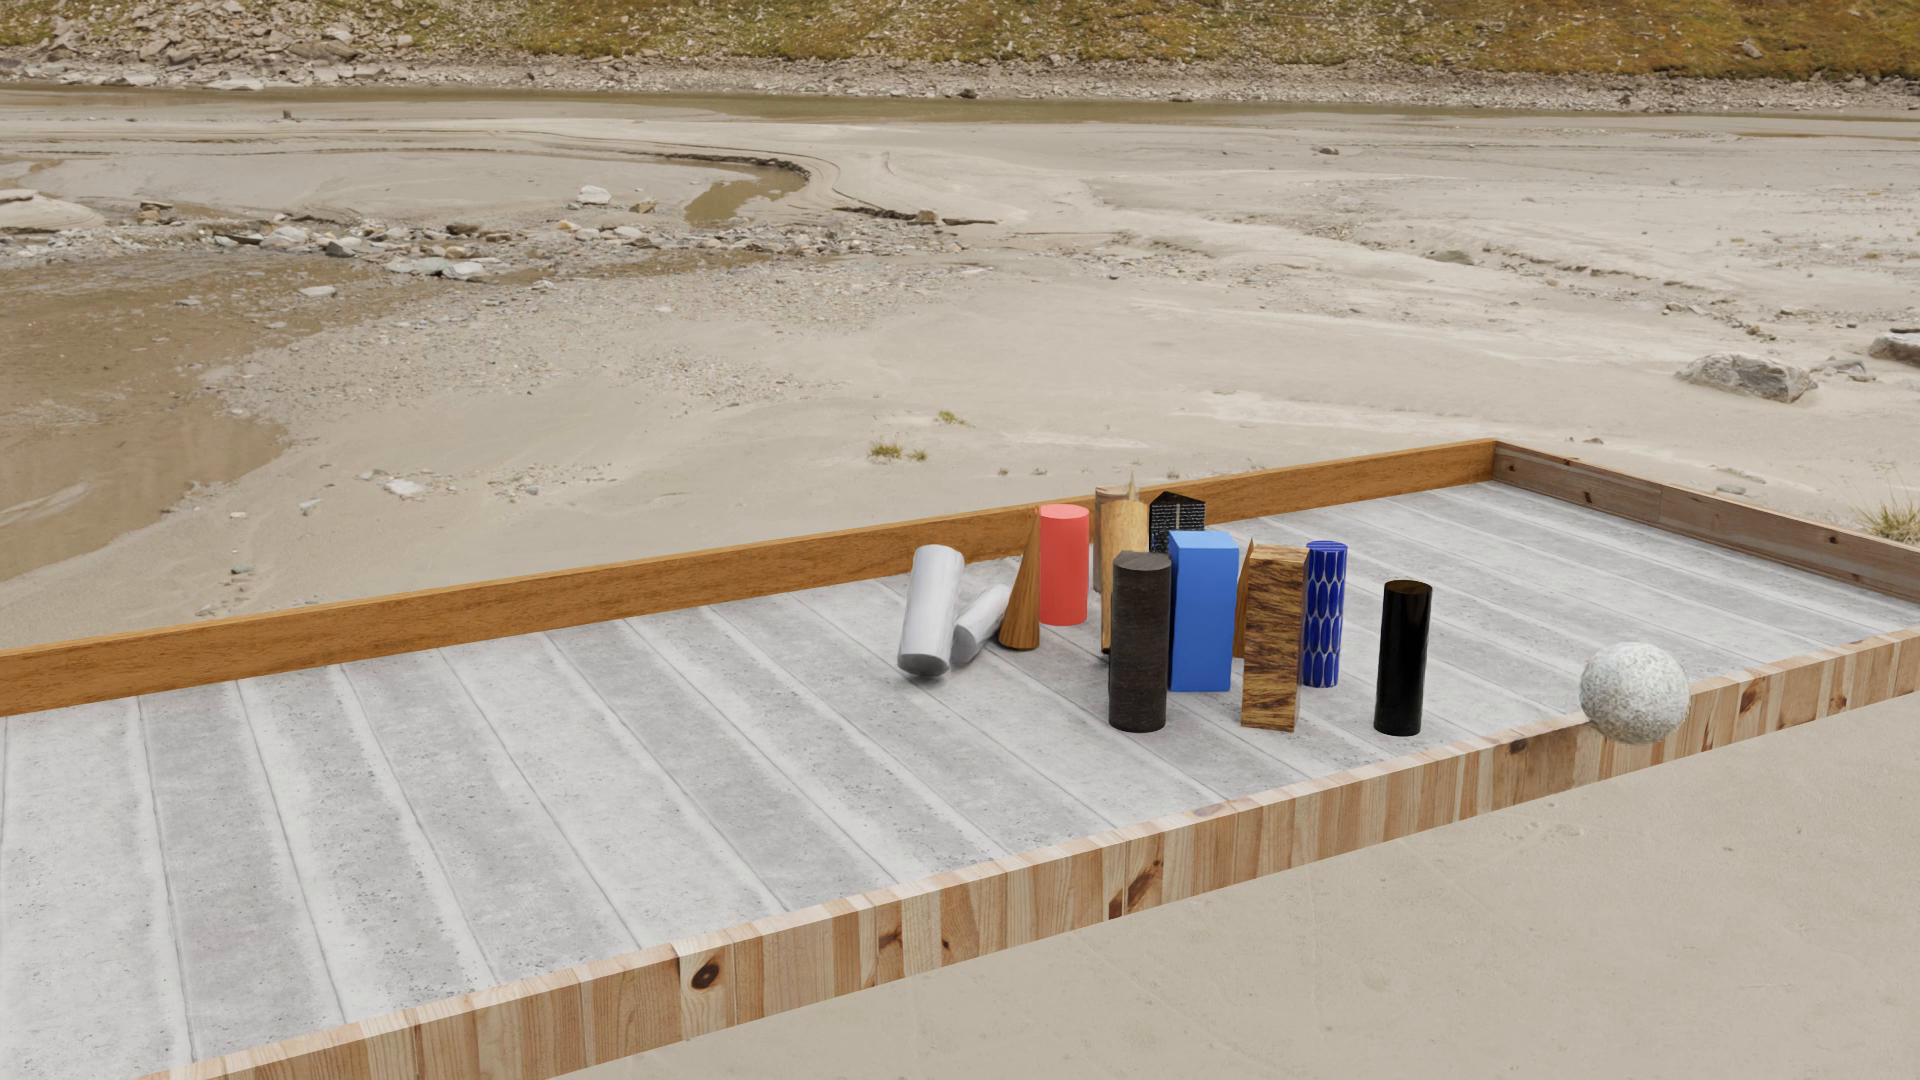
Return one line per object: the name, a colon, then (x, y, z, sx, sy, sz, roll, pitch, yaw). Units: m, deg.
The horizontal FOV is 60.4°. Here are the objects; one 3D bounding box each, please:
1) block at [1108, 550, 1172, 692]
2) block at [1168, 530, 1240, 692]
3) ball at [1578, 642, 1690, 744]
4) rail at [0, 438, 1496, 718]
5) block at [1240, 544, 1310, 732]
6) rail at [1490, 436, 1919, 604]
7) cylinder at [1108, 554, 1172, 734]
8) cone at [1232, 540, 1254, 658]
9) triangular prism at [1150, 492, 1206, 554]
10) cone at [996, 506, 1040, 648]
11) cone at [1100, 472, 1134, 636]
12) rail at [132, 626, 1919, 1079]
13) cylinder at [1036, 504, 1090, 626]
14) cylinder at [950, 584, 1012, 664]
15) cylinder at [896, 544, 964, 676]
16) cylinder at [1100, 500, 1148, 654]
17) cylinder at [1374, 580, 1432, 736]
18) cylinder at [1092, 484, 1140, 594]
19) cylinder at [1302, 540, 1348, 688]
block: (0.443, 0.204, 4.059, 0.125, 0.331, 0.125, 4, 13, 14)
block: (0.594, 0.176, 4.095, 0.147, 0.370, 0.147, 0, 16, -3)
ball: (1.363, 0.309, 3.339, 0.207, 0.207, 0.207, 0, 16, 0)
rail: (-3.305, 0.497, 3.399, 12.000, 0.150, 0.050, -9, 18, -27)
block: (0.735, 0.228, 3.847, 0.122, 0.413, 0.122, 5, 17, 17)
rail: (2.466, -0.048, 5.253, 0.050, 0.150, 2.100, -9, 18, -27)
cylinder: (0.418, 0.240, 3.837, 0.134, 0.396, 0.134, 0, 16, 0)
cone: (0.758, 0.139, 4.327, 0.149, 0.312, 0.149, 0, 16, 0)
triangular prism: (0.581, 0.049, 4.575, 0.154, 0.346, 0.133, -2, 17, -8)
cone: (0.181, 0.089, 4.355, 0.114, 0.381, 0.114, 8, 14, -2)
cone: (0.449, 0.031, 4.426, 0.116, 0.460, 0.116, 4, -9, 1)
rail: (-2.336, 1.006, 1.665, 12.000, 0.150, 0.050, -9, 18, -27)
cylinder: (0.282, 0.069, 4.576, 0.150, 0.307, 0.150, 0, 16, 0)
cylinder: (0.051, 0.220, 4.397, 0.108, 0.108, 0.328, 6, 19, 20)
cylinder: (-0.074, 0.179, 4.199, 0.132, 0.132, 0.311, 3, 59, 10)
cylinder: (0.430, 0.100, 4.313, 0.124, 0.388, 0.124, 1, -16, 0)
cylinder: (1.023, 0.273, 3.811, 0.108, 0.346, 0.108, 0, 16, 0)
cylinder: (0.456, -0.002, 4.822, 0.129, 0.304, 0.129, 0, 16, 0)
cylinder: (0.901, 0.185, 4.100, 0.101, 0.353, 0.101, 0, 16, 0)
